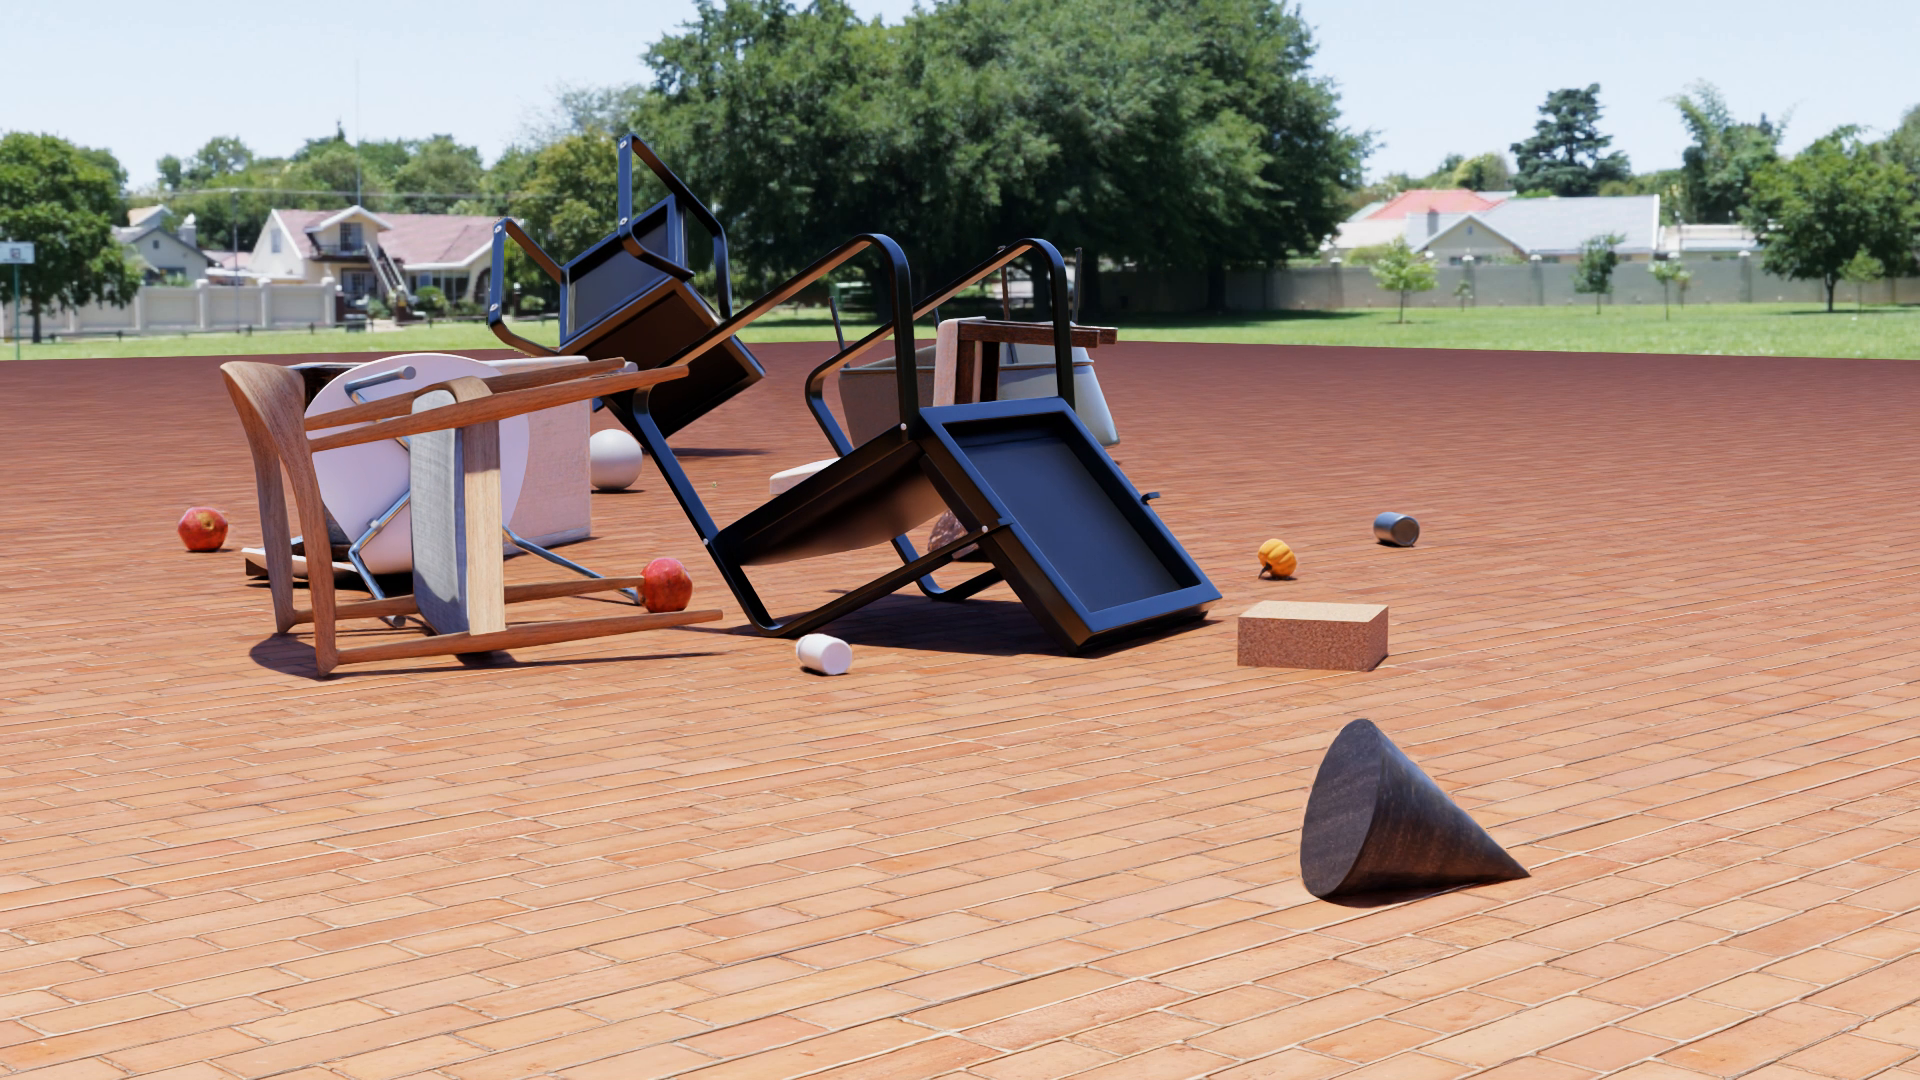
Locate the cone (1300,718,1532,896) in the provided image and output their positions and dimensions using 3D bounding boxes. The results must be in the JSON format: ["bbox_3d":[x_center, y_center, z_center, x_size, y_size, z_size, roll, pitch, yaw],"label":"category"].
[{"bbox_3d":[0.518,0.328,2.784,0.248,0.202,0.153,21,-22,-17],"label":"cone"}]

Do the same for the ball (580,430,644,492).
[{"bbox_3d":[-1.065,-0.244,7.846,0.191,0.191,0.191,0,6,0],"label":"ball"}]

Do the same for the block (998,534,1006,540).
[{"bbox_3d":[0.053,-0.050,6.503,0.122,0.081,0.168,1,6,7],"label":"block"}]

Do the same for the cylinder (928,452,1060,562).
[{"bbox_3d":[0.082,-0.080,6.050,0.317,0.122,0.328,-43,-5,13],"label":"cylinder"}]

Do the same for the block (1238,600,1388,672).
[{"bbox_3d":[0.609,0.164,4.415,0.220,0.084,0.229,2,6,18],"label":"block"}]

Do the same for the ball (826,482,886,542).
[{"bbox_3d":[-0.258,-0.069,6.376,0.145,0.145,0.145,0,6,0],"label":"ball"}]
